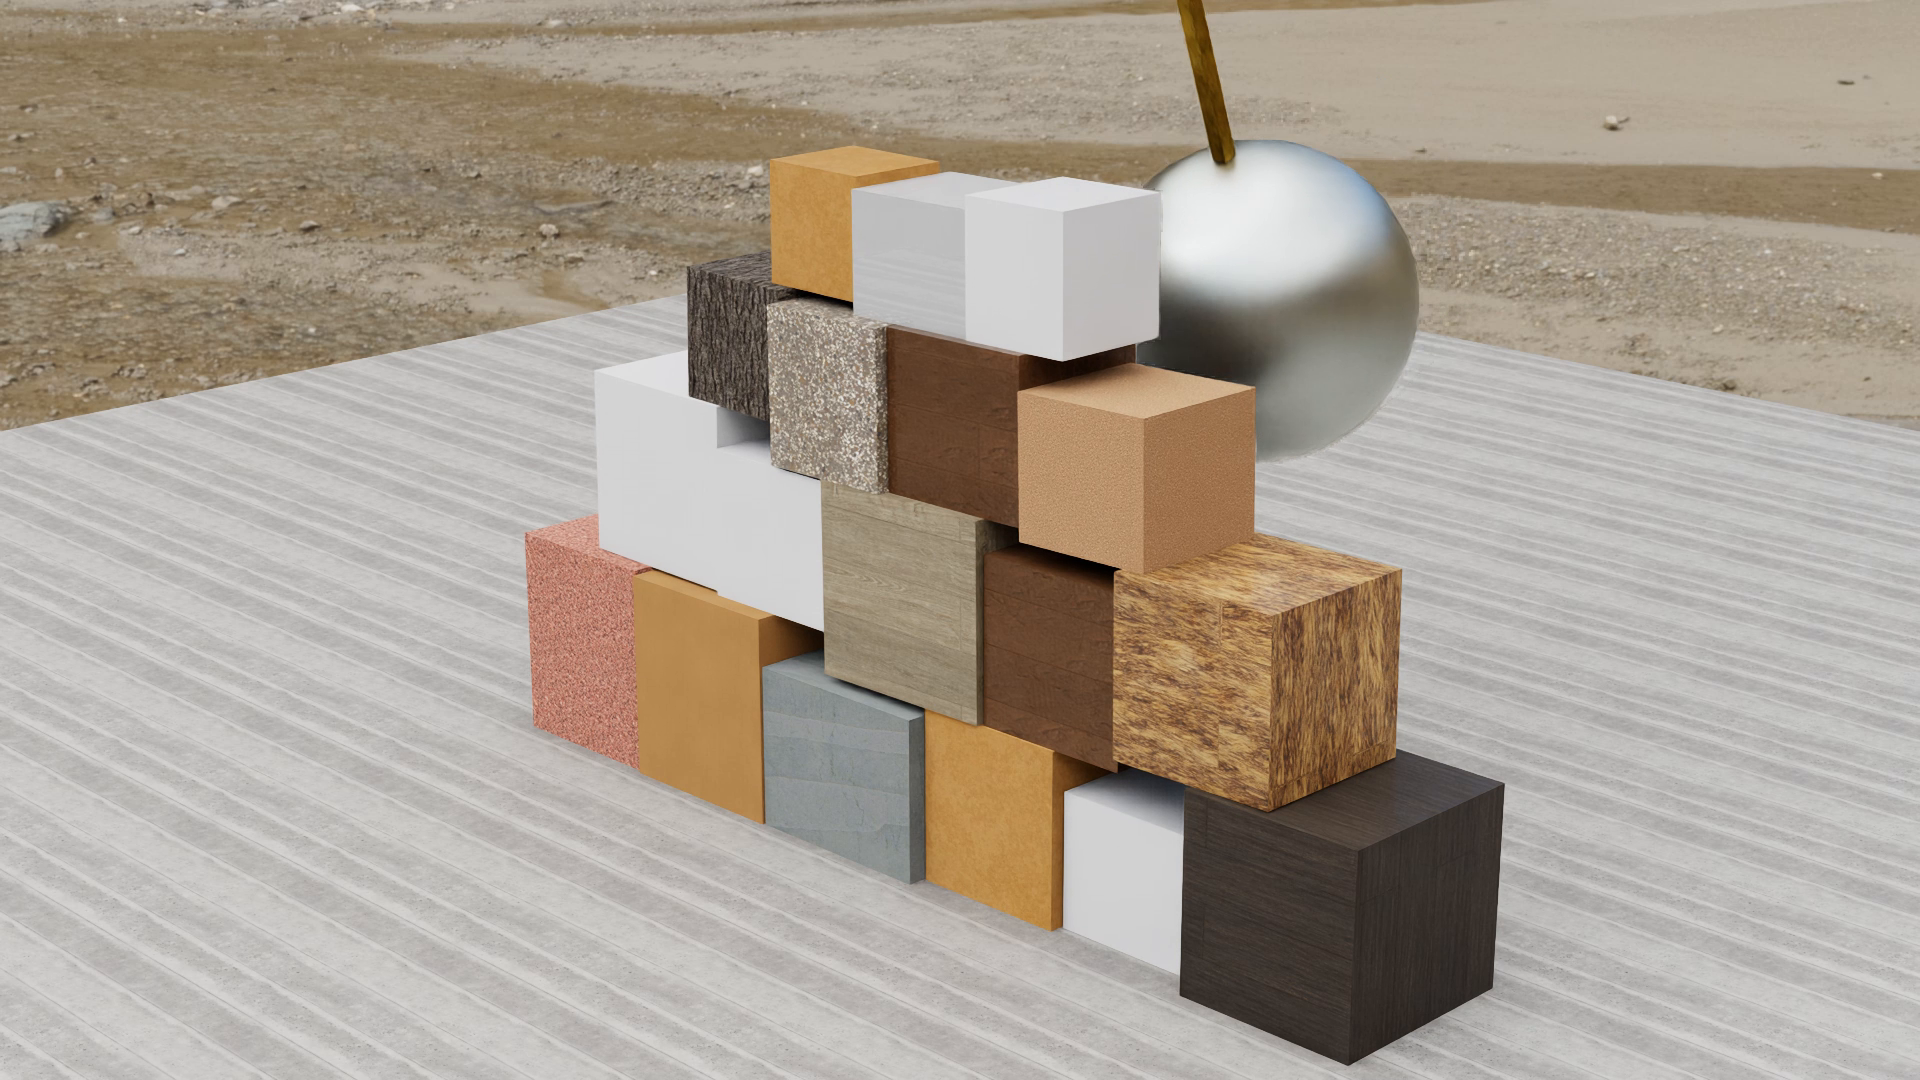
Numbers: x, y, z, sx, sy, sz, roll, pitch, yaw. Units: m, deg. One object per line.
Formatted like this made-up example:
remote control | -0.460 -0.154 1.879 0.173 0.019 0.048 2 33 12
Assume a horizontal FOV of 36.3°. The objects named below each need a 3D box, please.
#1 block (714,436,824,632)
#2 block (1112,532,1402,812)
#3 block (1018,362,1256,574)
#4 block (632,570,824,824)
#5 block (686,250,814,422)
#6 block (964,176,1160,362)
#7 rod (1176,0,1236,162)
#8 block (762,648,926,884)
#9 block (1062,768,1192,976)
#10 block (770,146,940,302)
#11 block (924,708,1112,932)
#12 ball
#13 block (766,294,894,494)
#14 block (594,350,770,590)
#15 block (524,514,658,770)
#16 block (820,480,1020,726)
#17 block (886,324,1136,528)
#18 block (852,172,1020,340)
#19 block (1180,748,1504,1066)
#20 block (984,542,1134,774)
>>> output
block | -0.598 -0.088 13.962 0.825 0.725 0.768 -17 24 -42
block | 1.233 0.522 12.205 0.844 0.829 0.837 -17 23 -42
block | 0.749 -0.317 12.431 0.712 0.660 0.709 -17 23 -42
block | -0.915 0.661 14.514 1.010 1.035 0.928 -17 24 -42
block | -0.820 -0.980 13.868 0.678 0.634 0.644 -17 26 -42
block | 0.438 -1.165 12.502 0.605 0.631 0.568 -17 23 -42
rod | 0.636 -3.974 12.759 0.080 5.200 0.080 17 44 42
block | -0.225 0.978 13.900 1.001 0.800 0.991 -17 24 -42
block | 0.979 1.410 12.782 0.694 0.646 0.791 -17 24 -42
block | -0.479 -1.447 13.367 0.573 0.571 0.516 17 24 42
block | 0.399 1.149 13.276 0.788 0.847 0.786 -17 24 -42
ball | 1.467 -1.180 14.508 1.600 1.600 1.600 0 17 0
block | -0.333 -0.720 13.438 0.714 0.756 0.815 16 23 43
block | -1.194 -0.378 14.503 0.797 0.917 0.920 -17 25 -42
block | -1.570 0.459 15.125 0.949 1.055 0.889 -17 24 -42
block | 0.009 0.183 13.375 0.817 0.940 0.988 -17 23 -42
block | 0.226 -0.570 12.933 0.738 0.756 0.805 -17 23 -42
block | -0.009 -1.267 12.959 0.710 0.566 0.613 16 23 43
block | 1.581 1.454 12.169 0.986 0.928 0.886 -17 24 -42
block | 0.662 0.440 12.796 0.786 0.794 0.794 -17 24 -42
